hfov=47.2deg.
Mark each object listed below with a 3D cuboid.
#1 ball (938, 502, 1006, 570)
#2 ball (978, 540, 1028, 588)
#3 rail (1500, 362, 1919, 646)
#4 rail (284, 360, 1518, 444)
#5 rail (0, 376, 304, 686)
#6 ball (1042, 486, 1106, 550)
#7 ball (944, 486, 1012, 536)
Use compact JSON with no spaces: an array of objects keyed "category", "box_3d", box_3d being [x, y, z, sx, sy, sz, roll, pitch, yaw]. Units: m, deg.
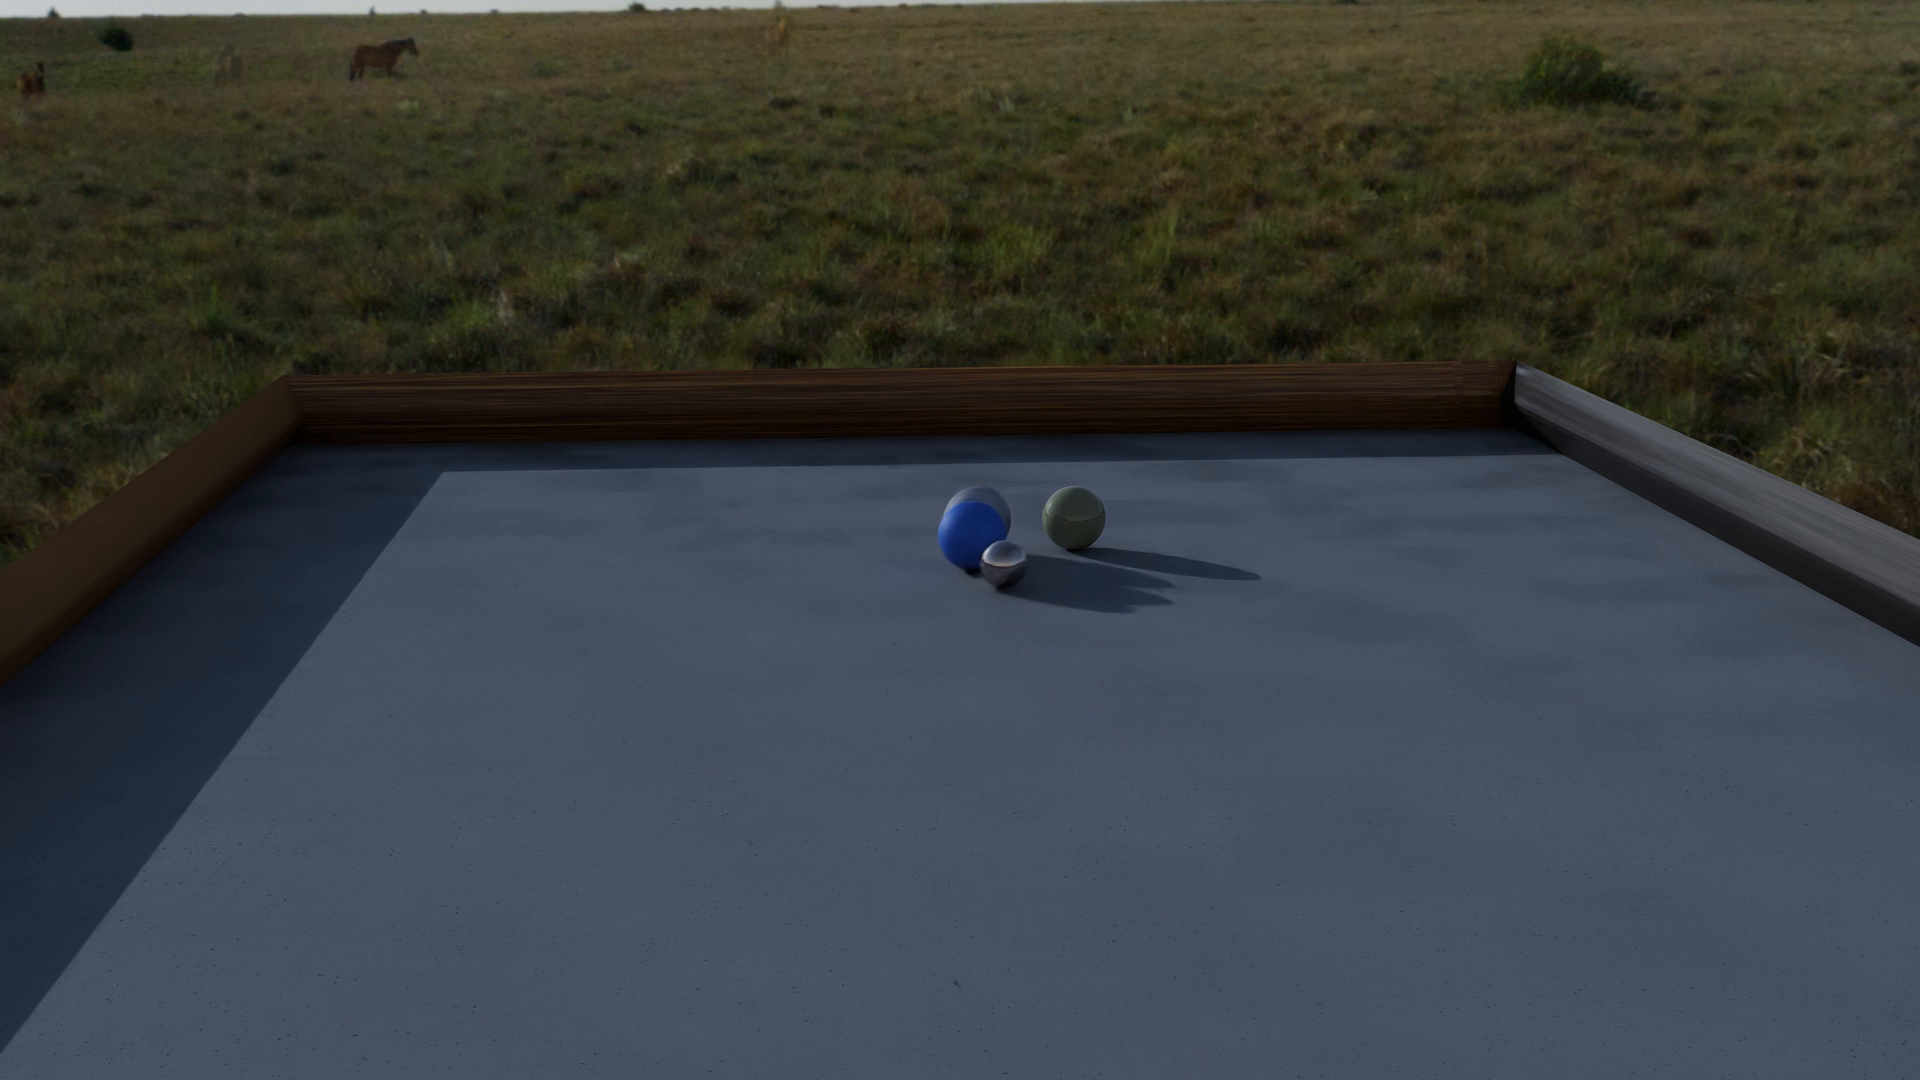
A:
[{"category":"ball","box_3d":[0.017,-0.006,3.084,0.097,0.097,0.097,0,13,0]},{"category":"ball","box_3d":[0.059,0.033,2.986,0.066,0.066,0.066,0,13,0]},{"category":"rail","box_3d":[1.208,0.204,2.104,0.045,0.128,4.288,-1,13,-4]},{"category":"rail","box_3d":[-0.084,-0.252,4.075,2.299,0.128,0.045,-1,13,-4]},{"category":"rail","box_3d":[-1.036,0.245,1.928,0.045,0.128,4.288,-1,13,-4]},{"category":"ball","box_3d":[0.166,-0.032,3.206,0.094,0.094,0.094,0,13,0]},{"category":"ball","box_3d":[0.025,-0.028,3.179,0.098,0.098,0.098,0,13,0]}]
